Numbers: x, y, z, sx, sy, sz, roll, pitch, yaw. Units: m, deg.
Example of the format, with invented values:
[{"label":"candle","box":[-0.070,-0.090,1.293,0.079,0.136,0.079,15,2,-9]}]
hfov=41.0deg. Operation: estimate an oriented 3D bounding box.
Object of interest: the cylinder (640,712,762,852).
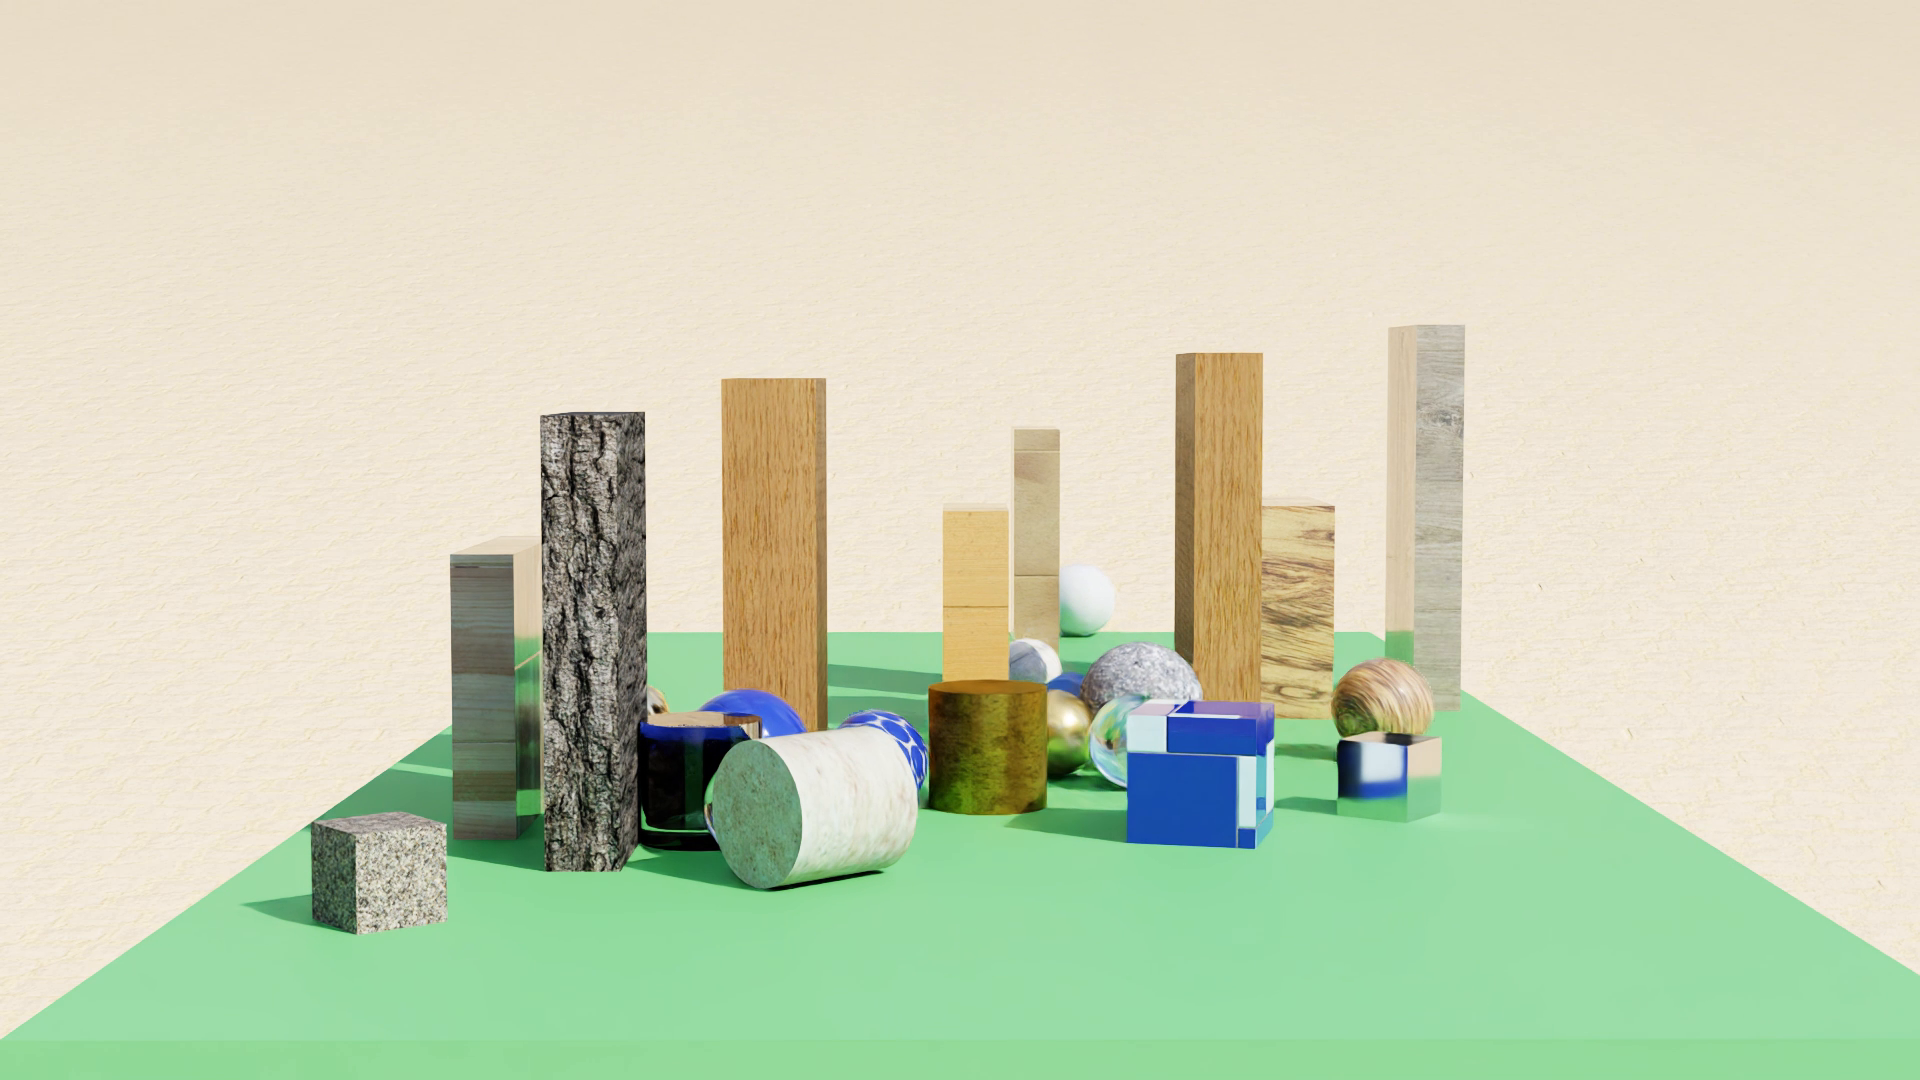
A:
[{"label":"cylinder","box":[-0.364,0.338,3.617,0.172,0.172,0.172,0,4,0]}]

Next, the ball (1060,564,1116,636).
[{"label":"ball","box":[0.300,0.149,6.425,0.182,0.182,0.182,0,20,0]}]

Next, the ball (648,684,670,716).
[{"label":"ball","box":[-0.561,0.307,4.385,0.134,0.134,0.134,0,20,0]}]

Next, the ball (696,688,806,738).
[{"label":"ball","box":[-0.318,0.316,3.795,0.193,0.193,0.193,0,20,0]}]

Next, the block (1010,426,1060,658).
[{"label":"block","box":[0.152,0.043,5.260,0.091,0.546,0.327,0,4,0]}]

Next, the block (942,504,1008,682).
[{"label":"block","box":[0.026,0.158,4.379,0.109,0.430,0.263,0,4,0]}]

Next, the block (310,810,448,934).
[{"label":"block","box":[-0.700,0.399,3.091,0.118,0.118,0.118,-3,5,-39]}]

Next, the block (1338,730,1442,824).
[{"label":"block","box":[0.641,0.352,3.830,0.114,0.114,0.114,3,5,36]}]

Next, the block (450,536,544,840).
[{"label":"block","box":[-0.672,0.208,3.819,0.089,0.404,0.409,0,4,0]}]

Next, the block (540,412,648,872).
[{"label":"block","box":[-0.499,0.127,3.529,0.099,0.603,0.316,0,4,0]}]

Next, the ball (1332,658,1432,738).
[{"label":"ball","box":[0.721,0.287,4.385,0.172,0.172,0.172,0,20,0]}]

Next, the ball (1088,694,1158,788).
[{"label":"ball","box":[0.278,0.319,4.067,0.151,0.151,0.151,0,20,0]}]

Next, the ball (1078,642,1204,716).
[{"label":"ball","box":[0.303,0.275,4.289,0.209,0.209,0.209,0,20,0]}]

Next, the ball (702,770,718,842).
[{"label":"ball","box":[-0.278,0.361,3.487,0.143,0.143,0.143,0,20,0]}]

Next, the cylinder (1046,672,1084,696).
[{"label":"cylinder","box":[0.195,0.301,4.634,0.112,0.112,0.112,4,4,11]}]

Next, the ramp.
[{"label":"ramp","box":[0.046,0.414,4.536,2.000,0.100,4.000,0,4,0]}]

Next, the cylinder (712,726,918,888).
[{"label":"cylinder","box":[-0.189,0.346,3.343,0.190,0.190,0.190,-3,17,-42]}]

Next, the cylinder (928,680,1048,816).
[{"label":"cylinder","box":[0.042,0.314,3.908,0.182,0.182,0.182,0,4,0]}]

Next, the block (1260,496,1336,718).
[{"label":"block","box":[0.638,0.126,5.058,0.144,0.406,0.373,0,4,0]}]

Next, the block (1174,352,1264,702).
[{"label":"block","box":[0.451,0.018,4.516,0.114,0.692,0.387,0,4,0]}]

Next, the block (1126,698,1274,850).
[{"label":"block","box":[0.344,0.330,3.654,0.181,0.181,0.181,1,4,15]}]

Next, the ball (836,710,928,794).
[{"label":"ball","box":[-0.126,0.332,3.834,0.155,0.155,0.155,0,20,0]}]

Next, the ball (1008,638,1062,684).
[{"label":"ball","box":[0.133,0.262,5.041,0.138,0.138,0.138,0,20,0]}]

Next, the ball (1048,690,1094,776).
[{"label":"ball","box":[0.155,0.315,4.192,0.141,0.141,0.141,0,20,0]}]

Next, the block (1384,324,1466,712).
[{"label":"block","box":[0.927,-0.052,5.135,0.093,0.750,0.332,0,4,0]}]

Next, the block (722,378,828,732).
[{"label":"block","box":[-0.288,0.071,4.034,0.142,0.649,0.316,0,4,0]}]
